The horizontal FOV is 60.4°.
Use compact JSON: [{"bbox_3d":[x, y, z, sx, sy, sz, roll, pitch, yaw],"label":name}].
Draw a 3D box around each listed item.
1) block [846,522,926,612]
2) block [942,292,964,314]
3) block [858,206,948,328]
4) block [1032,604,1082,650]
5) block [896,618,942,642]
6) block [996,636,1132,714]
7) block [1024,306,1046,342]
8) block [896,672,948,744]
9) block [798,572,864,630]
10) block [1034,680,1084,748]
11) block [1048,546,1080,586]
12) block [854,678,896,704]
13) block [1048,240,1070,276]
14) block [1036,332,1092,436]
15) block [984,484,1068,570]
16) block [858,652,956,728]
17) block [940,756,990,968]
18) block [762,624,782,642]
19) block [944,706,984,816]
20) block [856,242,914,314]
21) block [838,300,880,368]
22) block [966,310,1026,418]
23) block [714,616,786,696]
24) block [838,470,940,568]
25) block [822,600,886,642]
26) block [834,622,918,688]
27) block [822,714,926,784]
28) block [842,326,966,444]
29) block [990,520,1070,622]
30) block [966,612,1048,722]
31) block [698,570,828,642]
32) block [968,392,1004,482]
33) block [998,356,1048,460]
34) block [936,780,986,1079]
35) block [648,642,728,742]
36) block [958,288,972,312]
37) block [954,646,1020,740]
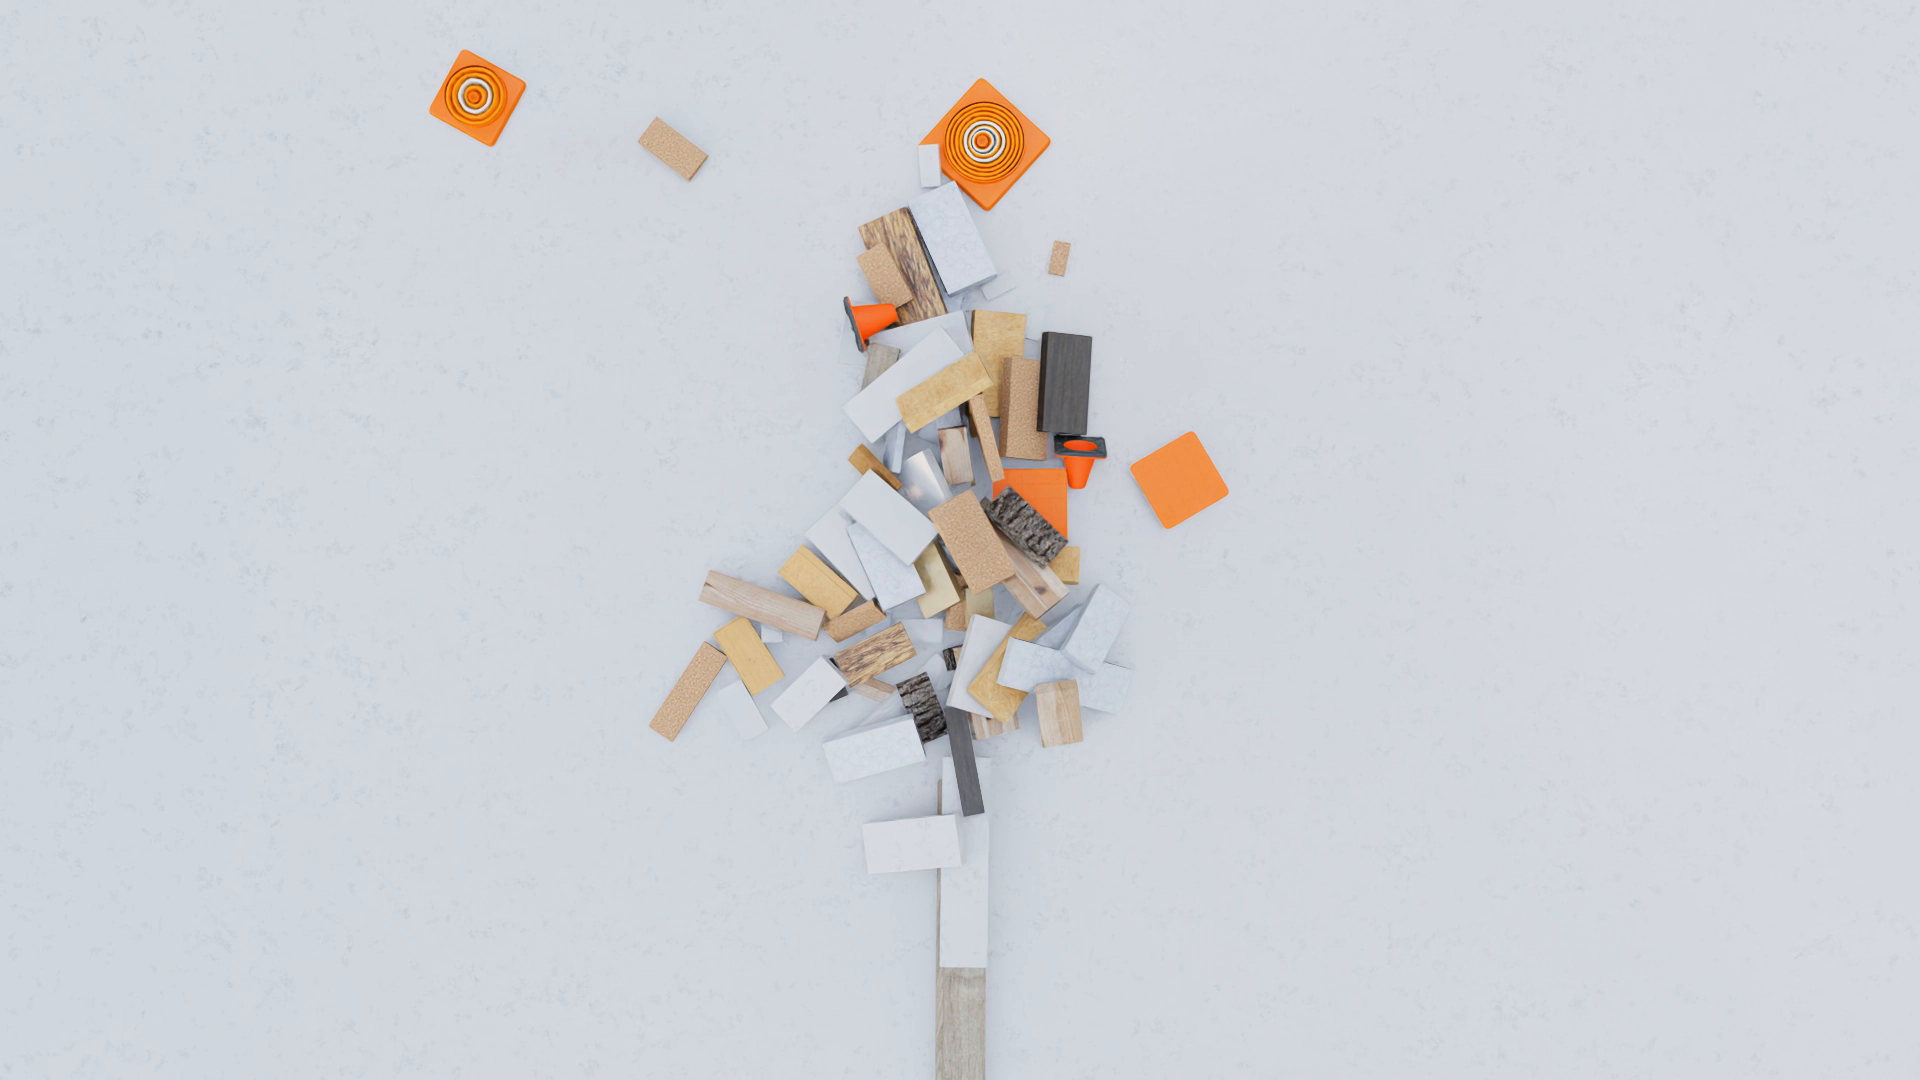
[{"bbox_3d":[-0.243,0.068,5.404,0.152,0.043,0.304,-23,80,-8],"label":"block"},{"bbox_3d":[-0.036,-0.748,5.473,0.067,0.019,0.135,15,97,10],"label":"block"},{"bbox_3d":[-0.160,-0.819,5.458,0.173,0.049,0.530,-21,90,12],"label":"block"},{"bbox_3d":[0.341,0.318,5.433,0.214,0.030,0.107,-38,108,-21],"label":"block"},{"bbox_3d":[-0.137,0.300,5.489,0.158,0.022,0.079,1,90,0],"label":"block"},{"bbox_3d":[0.345,0.446,5.396,0.444,0.044,0.155,16,90,-22],"label":"block"},{"bbox_3d":[0.249,-0.721,5.492,0.055,0.016,0.111,15,90,0],"label":"block"},{"bbox_3d":[-0.121,0.557,5.454,0.109,0.031,0.219,-23,104,-6],"label":"block"},{"bbox_3d":[-0.409,0.187,5.482,0.248,0.035,0.124,-34,90,0],"label":"block"},{"bbox_3d":[0.325,0.569,5.392,0.136,0.039,0.273,-9,134,0],"label":"block"},{"bbox_3d":[0.237,0.075,5.440,0.314,0.035,0.124,4,68,-1],"label":"block"},{"bbox_3d":[-0.280,0.500,5.490,0.135,0.019,0.068,21,90,0],"label":"block"},{"bbox_3d":[0.331,-0.938,5.492,0.055,0.016,0.111,11,90,0],"label":"block"},{"bbox_3d":[0.345,-0.516,5.446,0.163,0.046,0.327,3,90,-24],"label":"block"},{"bbox_3d":[0.215,-0.043,5.389,0.273,0.039,0.136,43,48,2],"label":"block"},{"bbox_3d":[-0.185,0.546,5.472,0.396,0.030,0.107,-44,105,0],"label":"block"},{"bbox_3d":[0.016,1.057,5.431,0.155,0.044,0.688,1,90,0],"label":"block"},{"bbox_3d":[-0.625,0.272,5.473,0.068,0.019,0.135,-3,74,0],"label":"block"},{"bbox_3d":[0.014,0.721,5.398,0.071,0.020,0.358,-10,85,-1],"label":"block"},{"bbox_3d":[-0.246,-0.861,5.431,0.106,0.030,0.211,-28,88,12],"label":"block"},{"bbox_3d":[-0.337,-0.685,5.485,0.106,0.030,0.212,10,90,0],"label":"block"},{"bbox_3d":[0.118,-0.579,5.456,0.173,0.049,0.347,4,90,-14],"label":"block"},{"bbox_3d":[-0.701,0.381,5.482,0.124,0.035,0.248,-33,90,0],"label":"block"},{"bbox_3d":[-0.229,-0.072,5.382,0.310,0.044,0.155,41,83,7],"label":"block"},{"bbox_3d":[-0.346,0.269,5.437,0.190,0.095,0.027,-27,54,11],"label":"block"},{"bbox_3d":[-0.279,0.380,5.460,0.247,0.035,0.124,-27,91,1],"label":"block"},{"bbox_3d":[-0.282,0.688,5.435,0.311,0.044,0.155,-16,109,4],"label":"block"},{"bbox_3d":[-0.173,-0.505,5.367,0.416,0.043,0.152,-39,91,7],"label":"block"},{"bbox_3d":[0.189,0.085,5.390,0.145,0.041,0.351,-38,78,-11],"label":"block"},{"bbox_3d":[0.183,0.414,5.396,0.166,0.047,0.331,46,70,-22],"label":"block"},{"bbox_3d":[-0.651,0.216,5.442,0.419,0.031,0.109,18,86,11],"label":"block"},{"bbox_3d":[0.078,-0.360,5.358,0.044,0.155,0.310,-16,118,-1],"label":"block"},{"bbox_3d":[0.216,-0.431,5.436,0.163,0.046,0.327,3,90,-34],"label":"block"},{"bbox_3d":[0.004,1.330,5.477,0.166,0.047,1.063,0,90,0],"label":"block"},{"bbox_3d":[-0.903,0.504,5.487,0.095,0.027,0.337,33,90,0],"label":"block"},{"bbox_3d":[0.004,-0.831,5.490,0.068,0.019,0.135,6,90,0],"label":"block"},{"bbox_3d":[0.088,0.491,5.451,0.155,0.044,0.310,-13,91,-19],"label":"block"}]
